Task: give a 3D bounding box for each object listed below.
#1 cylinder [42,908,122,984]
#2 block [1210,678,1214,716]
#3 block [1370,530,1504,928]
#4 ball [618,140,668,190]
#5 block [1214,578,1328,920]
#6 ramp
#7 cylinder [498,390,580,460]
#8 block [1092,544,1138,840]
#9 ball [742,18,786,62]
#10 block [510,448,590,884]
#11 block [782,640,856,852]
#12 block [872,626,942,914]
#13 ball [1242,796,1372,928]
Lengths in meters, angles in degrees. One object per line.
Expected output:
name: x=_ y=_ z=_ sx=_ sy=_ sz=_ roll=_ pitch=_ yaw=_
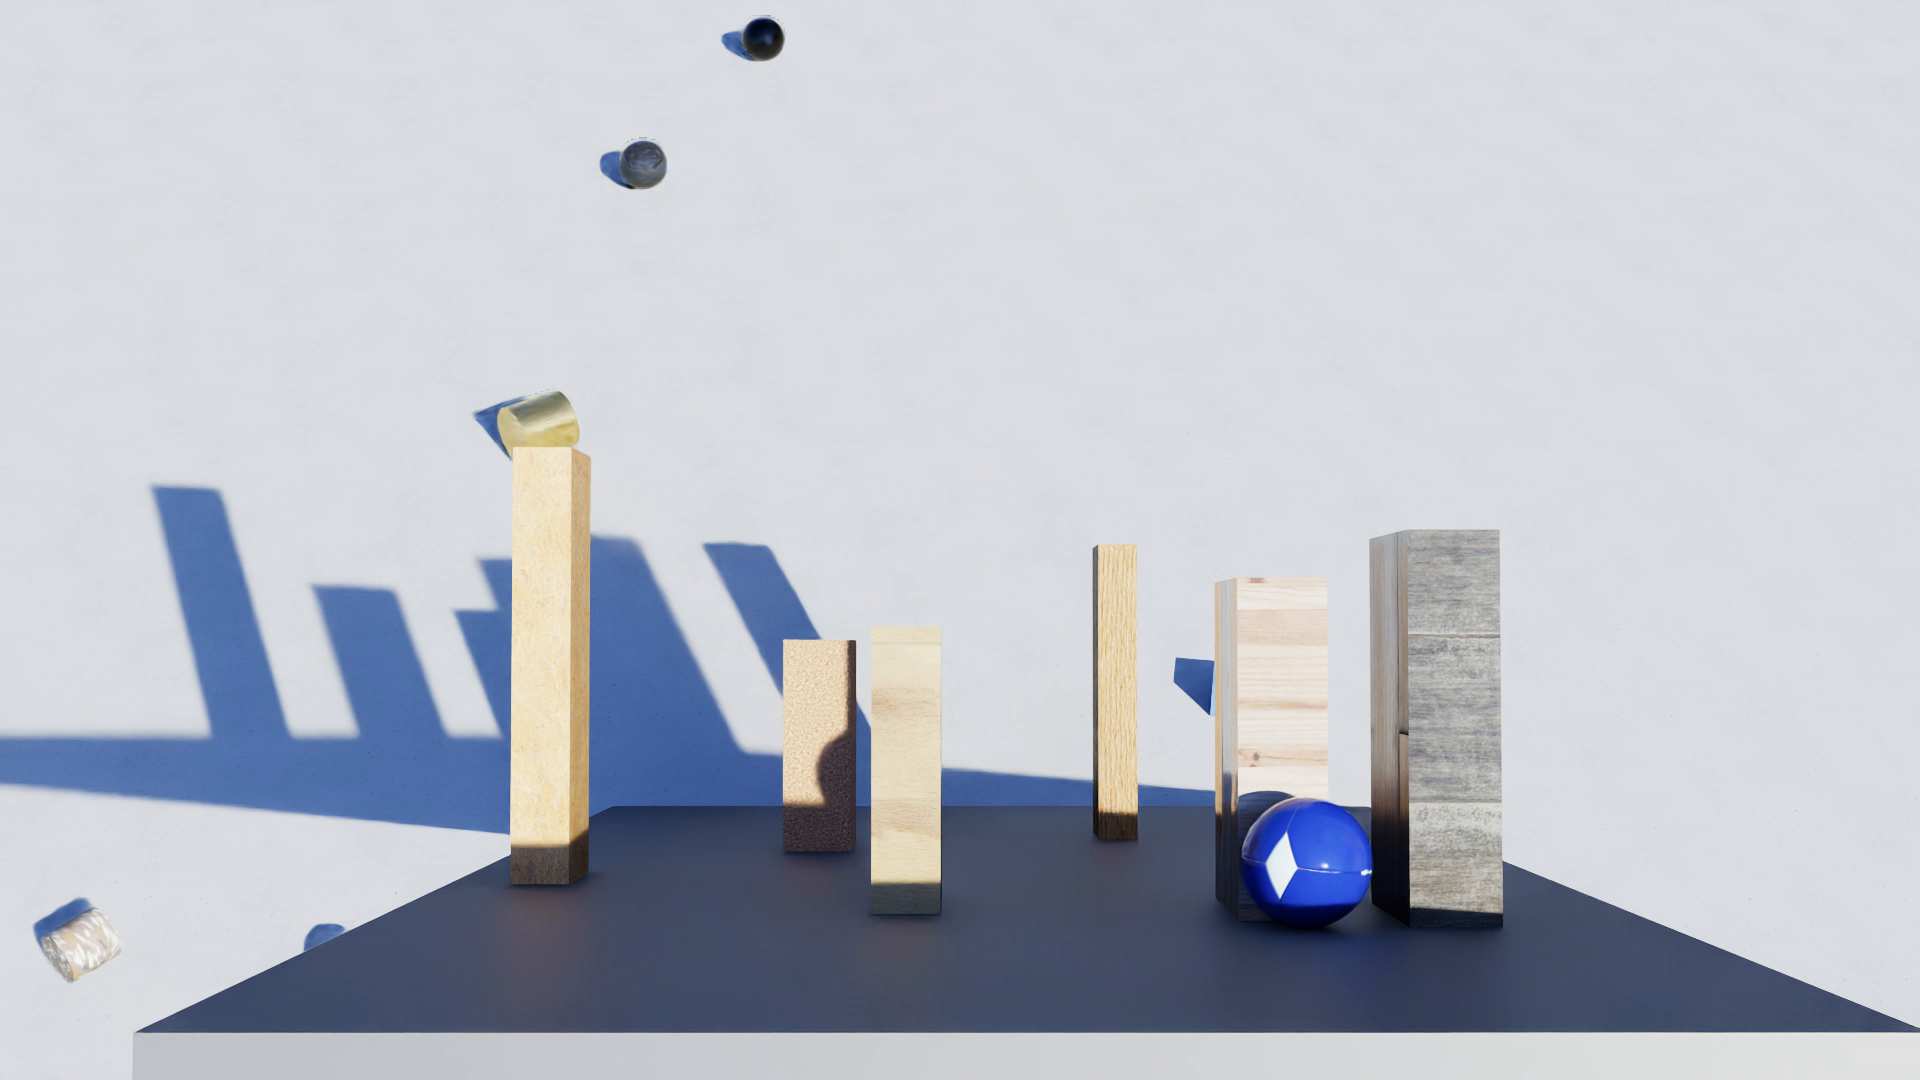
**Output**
cylinder: x=-2.191 y=1.011 z=6.488 sx=0.137 sy=0.137 sz=0.137 roll=28 pitch=44 yaw=33
block: x=0.766 y=0.422 z=7.314 sx=0.112 sy=0.112 sz=0.112 roll=5 pitch=36 yaw=6
block: x=0.756 y=0.294 z=4.156 sx=0.142 sy=0.607 sz=0.371 roll=0 pitch=-2 yaw=0
ball: x=-1.187 y=-1.408 z=9.753 sx=0.184 sy=0.184 sz=0.184 roll=0 pitch=36 yaw=0
block: x=0.505 y=0.333 z=4.249 sx=0.141 sy=0.536 sz=0.366 roll=0 pitch=-2 yaw=0
ramp: x=0.080 y=0.677 z=4.889 sx=2.000 sy=0.100 sz=4.000 roll=0 pitch=-2 yaw=0
cylinder: x=-1.346 y=-0.361 z=8.305 sx=0.189 sy=0.189 sz=0.189 roll=-22 pitch=42 yaw=-31
block: x=0.349 y=0.339 z=5.873 sx=0.086 sy=0.651 sz=0.248 roll=0 pitch=-2 yaw=0
ball: x=-0.805 y=-2.048 z=10.634 sx=0.178 sy=0.178 sz=0.178 roll=0 pitch=36 yaw=0
block: x=-0.755 y=0.230 z=4.808 sx=0.105 sy=0.787 sz=0.246 roll=0 pitch=-2 yaw=0
block: x=-0.298 y=0.433 z=5.553 sx=0.141 sy=0.439 sz=0.281 roll=0 pitch=-2 yaw=0
block: x=-0.087 y=0.374 z=4.311 sx=0.111 sy=0.460 sz=0.293 roll=0 pitch=-2 yaw=0
ball: x=0.528 y=0.491 z=3.961 sx=0.199 sy=0.199 sz=0.199 roll=0 pitch=36 yaw=0
